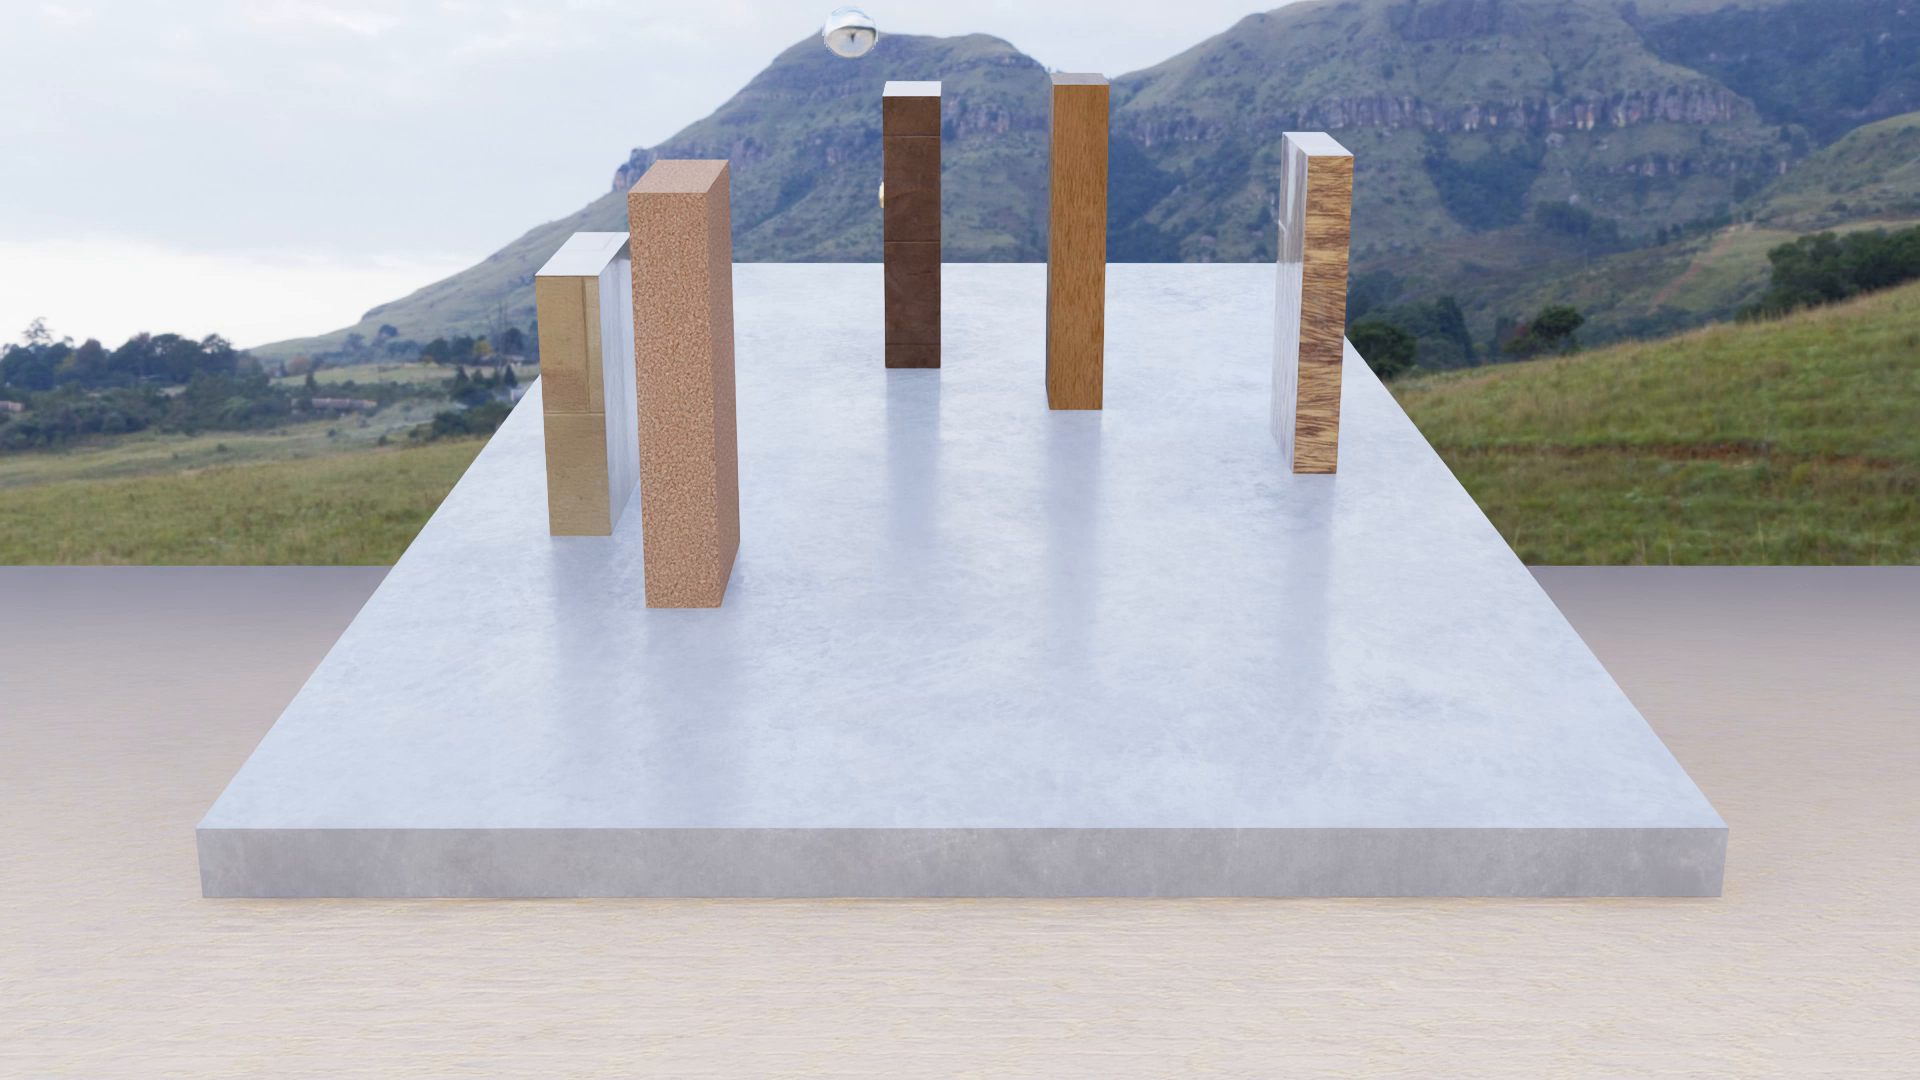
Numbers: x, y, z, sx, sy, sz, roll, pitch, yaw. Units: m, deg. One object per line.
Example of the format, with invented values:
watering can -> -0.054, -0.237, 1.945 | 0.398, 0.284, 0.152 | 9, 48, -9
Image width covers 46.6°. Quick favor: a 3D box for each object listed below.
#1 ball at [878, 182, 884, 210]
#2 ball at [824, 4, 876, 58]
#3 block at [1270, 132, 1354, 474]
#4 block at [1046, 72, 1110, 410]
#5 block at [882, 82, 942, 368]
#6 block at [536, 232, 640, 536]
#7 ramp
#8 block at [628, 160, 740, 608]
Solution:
ball -> -0.171, -1.037, 6.715 | 0.148, 0.148, 0.148 | 0, 0, 0
ball -> -0.315, -1.464, 6.418 | 0.149, 0.149, 0.149 | 0, 0, 0
block -> 0.718, -0.493, 4.588 | 0.088, 0.641, 0.353 | 0, 18, 0
block -> 0.261, -0.673, 5.025 | 0.119, 0.720, 0.246 | 0, 18, 0
block -> -0.114, -0.774, 5.454 | 0.135, 0.651, 0.315 | 0, 18, 0
block -> -0.700, -0.306, 4.252 | 0.112, 0.486, 0.445 | 0, 18, 0
ramp -> -0.003, -0.181, 4.830 | 2.000, 0.100, 4.000 | 0, 18, 0
block -> -0.463, -0.273, 3.803 | 0.124, 0.695, 0.372 | 0, 18, 0
